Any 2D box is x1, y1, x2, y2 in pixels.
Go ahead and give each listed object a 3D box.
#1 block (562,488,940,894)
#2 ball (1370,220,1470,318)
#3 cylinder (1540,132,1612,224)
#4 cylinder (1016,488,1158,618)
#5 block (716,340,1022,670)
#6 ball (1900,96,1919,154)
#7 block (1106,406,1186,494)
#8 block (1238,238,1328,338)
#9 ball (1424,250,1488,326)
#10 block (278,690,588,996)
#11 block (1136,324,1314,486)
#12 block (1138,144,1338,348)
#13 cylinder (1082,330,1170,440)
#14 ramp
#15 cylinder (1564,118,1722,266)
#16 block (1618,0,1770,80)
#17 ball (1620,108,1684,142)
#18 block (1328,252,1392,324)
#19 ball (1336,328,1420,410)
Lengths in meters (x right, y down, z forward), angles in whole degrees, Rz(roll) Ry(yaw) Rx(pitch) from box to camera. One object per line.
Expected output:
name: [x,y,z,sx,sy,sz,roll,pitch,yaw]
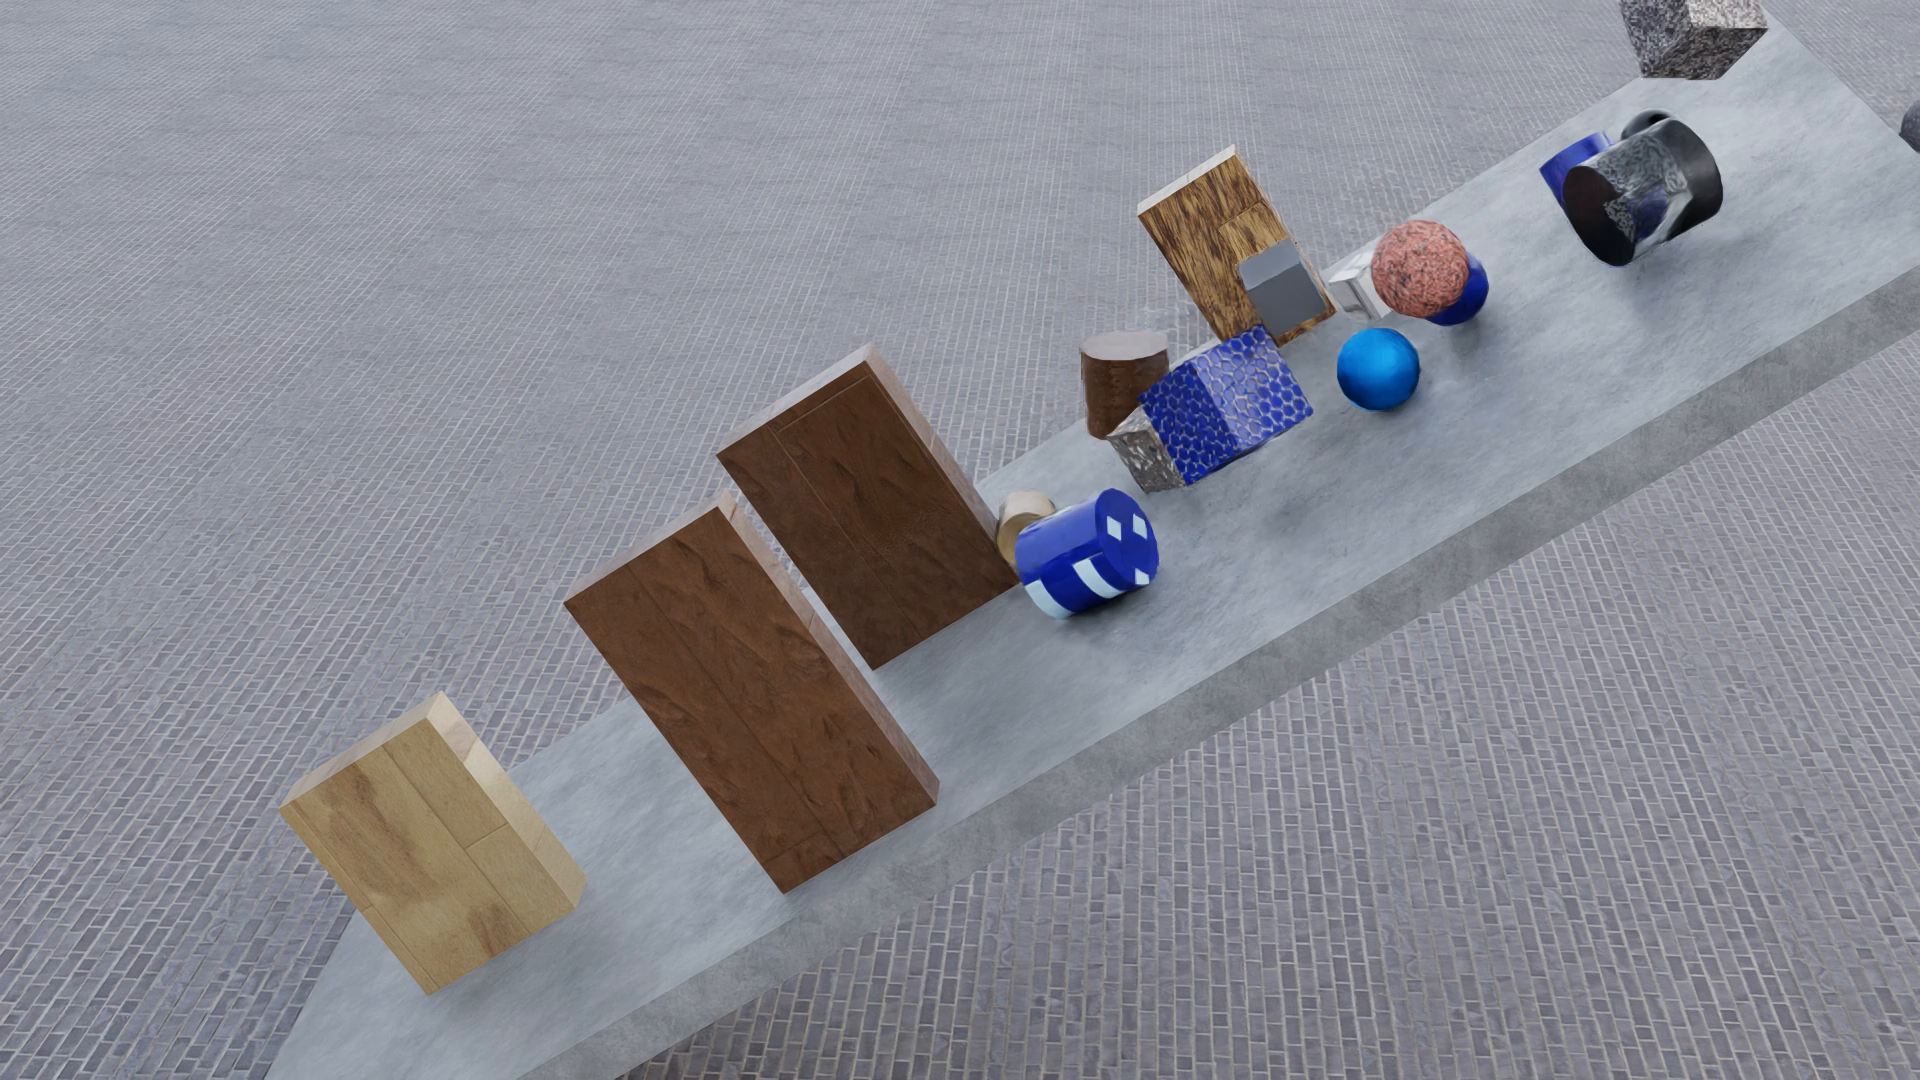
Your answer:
block: [-0.385,0.288,5.511,0.353,0.708,0.103,-31,16,14]
ball: [0.917,-0.541,5.867,0.195,0.195,0.195,0,21,0]
cylinder: [1.267,-0.718,5.908,0.149,0.149,0.149,-28,-9,-5]
cylinder: [0.255,0.028,5.895,0.204,0.204,0.204,-25,5,35]
block: [-0.192,-0.071,6.401,0.392,0.597,0.141,-31,16,14]
ball: [2.019,-0.824,5.977,0.207,0.207,0.207,0,21,0]
block: [0.447,-0.214,6.317,0.154,0.154,0.154,-43,17,-26]
block: [0.627,-0.491,5.720,0.117,0.117,0.117,-28,28,11]
ball: [1.002,-0.523,6.042,0.166,0.166,0.166,0,21,0]
block: [-1.132,0.656,6.342,0.404,0.530,0.142,-31,16,14]
block: [0.523,-0.267,5.807,0.205,0.205,0.205,-27,-5,-33]
block: [0.629,-0.640,6.679,0.258,0.435,0.106,-31,16,14]
cylinder: [0.378,-0.347,6.623,0.195,0.195,0.195,-5,23,2]
ramp: [0.138,0.172,6.299,4.000,0.100,2.000,-31,16,14]
cylinder: [1.296,-0.660,5.584,0.210,0.210,0.210,-29,29,-16]
block: [1.398,-1.002,5.615,0.174,0.174,0.174,-2,-24,-24]
ball: [1.358,-0.780,5.752,0.130,0.130,0.130,0,21,0]
block: [0.903,-0.558,6.469,0.110,0.110,0.110,-42,16,-22]
ball: [0.832,-0.340,5.853,0.166,0.166,0.166,0,21,0]
